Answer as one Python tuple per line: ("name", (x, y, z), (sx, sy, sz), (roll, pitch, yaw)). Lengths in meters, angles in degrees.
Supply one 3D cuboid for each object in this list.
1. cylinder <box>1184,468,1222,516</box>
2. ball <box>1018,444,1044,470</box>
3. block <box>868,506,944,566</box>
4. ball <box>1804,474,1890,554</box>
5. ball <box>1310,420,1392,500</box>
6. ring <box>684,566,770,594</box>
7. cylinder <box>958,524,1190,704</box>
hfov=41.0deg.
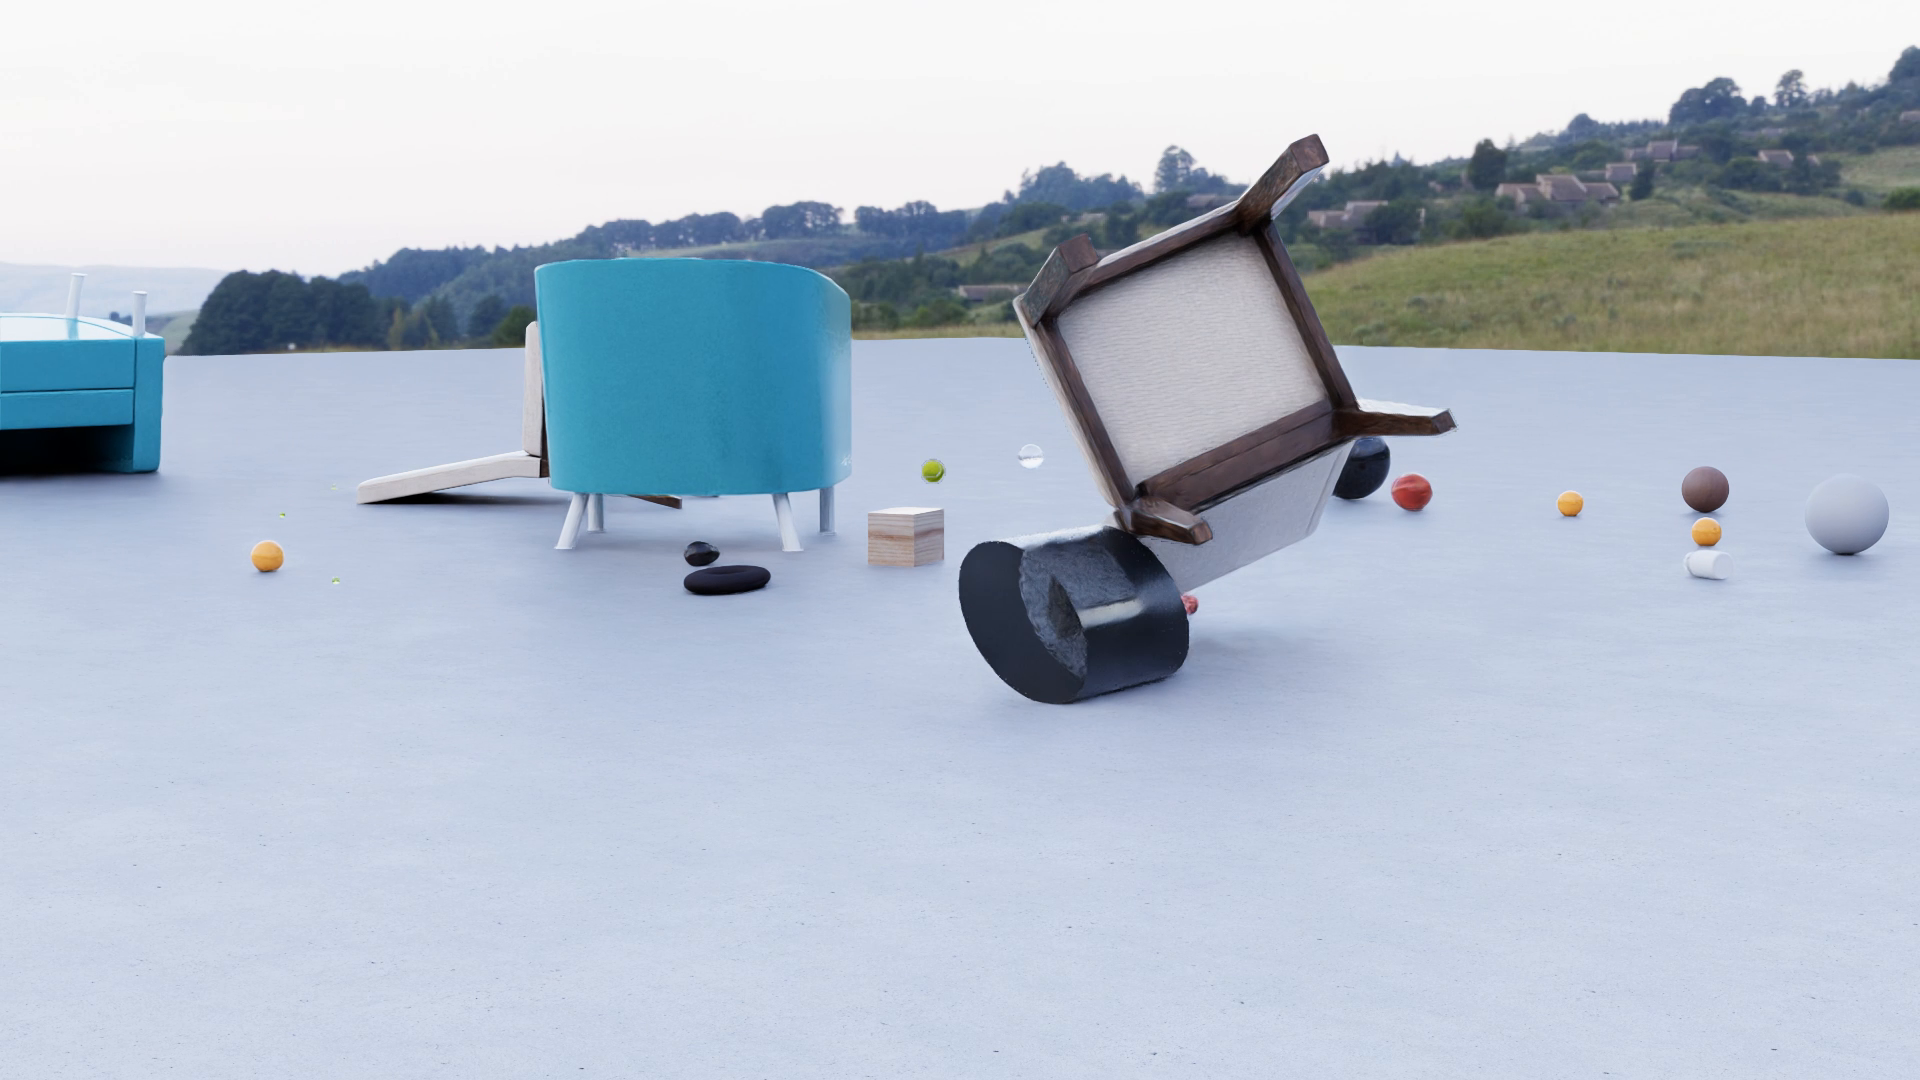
("cylinder", (0.666, -0.132, 7.041), (0.084, 0.154, 0.106), (-1, 49, -5))
("ball", (0.242, -0.283, 8.746), (0.085, 0.085, 0.085), (0, 6, 0))
("block", (-0.124, -0.008, 5.910), (0.116, 0.119, 0.162), (3, 6, 25))
("ball", (2.101, -0.062, 6.080), (0.191, 0.191, 0.191), (0, 6, 0))
("ball", (1.152, -0.235, 7.556), (0.234, 0.234, 0.234), (0, 6, 0))
("ring", (-0.491, 0.083, 5.417), (0.152, 0.040, 0.285), (3, 6, 21))
("cylinder", (0.185, 0.114, 4.095), (0.191, 0.289, 0.308), (-47, -21, 29))
